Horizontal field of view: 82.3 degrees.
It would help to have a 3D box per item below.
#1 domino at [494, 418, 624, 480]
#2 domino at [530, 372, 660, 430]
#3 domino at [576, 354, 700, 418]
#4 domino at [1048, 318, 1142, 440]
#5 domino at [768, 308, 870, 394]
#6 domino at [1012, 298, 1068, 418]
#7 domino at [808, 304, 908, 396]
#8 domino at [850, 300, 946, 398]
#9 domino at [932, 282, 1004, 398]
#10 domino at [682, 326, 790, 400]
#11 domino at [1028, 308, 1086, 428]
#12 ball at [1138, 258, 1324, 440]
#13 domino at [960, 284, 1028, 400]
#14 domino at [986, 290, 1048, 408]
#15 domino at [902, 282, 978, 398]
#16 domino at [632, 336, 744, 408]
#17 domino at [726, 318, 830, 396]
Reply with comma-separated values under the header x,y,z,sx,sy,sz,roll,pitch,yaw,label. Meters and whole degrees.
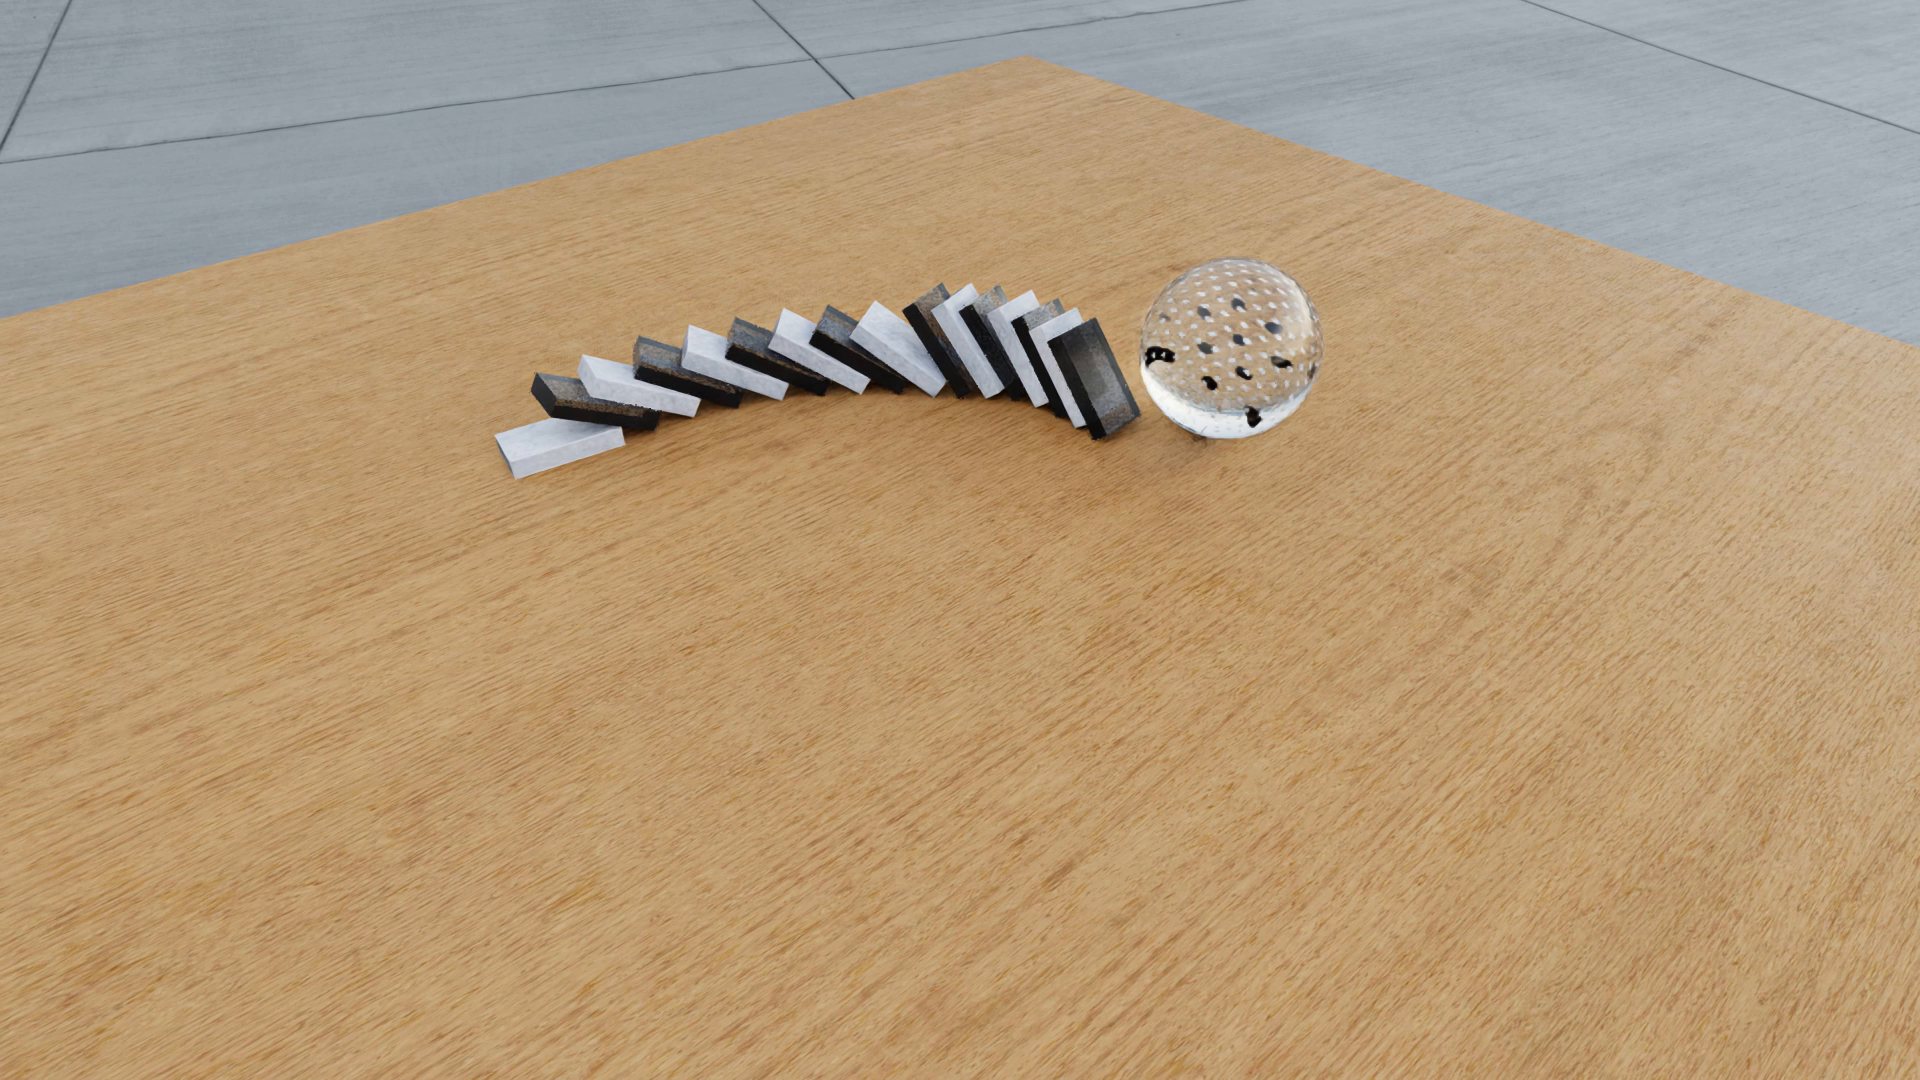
x,y,z,sx,sy,sz,roll,pitch,yaw,label
-0.181,-0.045,0.499,0.050,0.009,0.025,-22,44,-25,domino
-0.165,-0.062,0.499,0.050,0.009,0.025,4,30,-46,domino
-0.149,-0.071,0.512,0.050,0.010,0.025,8,27,-39,domino
0.062,-0.074,0.507,0.025,0.050,0.009,-32,9,-33,domino
-0.067,-0.092,0.537,0.050,0.009,0.025,25,36,-18,domino
0.046,-0.086,0.521,0.025,0.050,0.009,-32,9,-33,domino
-0.047,-0.093,0.538,0.050,0.010,0.025,28,38,-14,domino
-0.027,-0.093,0.537,0.050,0.010,0.025,34,41,-9,domino
0.009,-0.097,0.533,0.009,0.050,0.025,-19,19,45,domino
-0.108,-0.085,0.530,0.050,0.010,0.025,17,34,-23,domino
0.054,-0.080,0.514,0.025,0.050,0.009,-32,9,-33,domino
0.120,-0.085,0.492,0.080,0.080,0.080,0,39,0,ball
0.022,-0.095,0.532,0.010,0.050,0.025,-19,19,45,domino
0.035,-0.092,0.527,0.025,0.050,0.010,-36,12,-37,domino
-0.005,-0.097,0.534,0.009,0.050,0.025,-19,20,45,domino
-0.129,-0.080,0.523,0.050,0.010,0.025,14,32,-28,domino
-0.088,-0.089,0.534,0.050,0.010,0.025,20,34,-22,domino
